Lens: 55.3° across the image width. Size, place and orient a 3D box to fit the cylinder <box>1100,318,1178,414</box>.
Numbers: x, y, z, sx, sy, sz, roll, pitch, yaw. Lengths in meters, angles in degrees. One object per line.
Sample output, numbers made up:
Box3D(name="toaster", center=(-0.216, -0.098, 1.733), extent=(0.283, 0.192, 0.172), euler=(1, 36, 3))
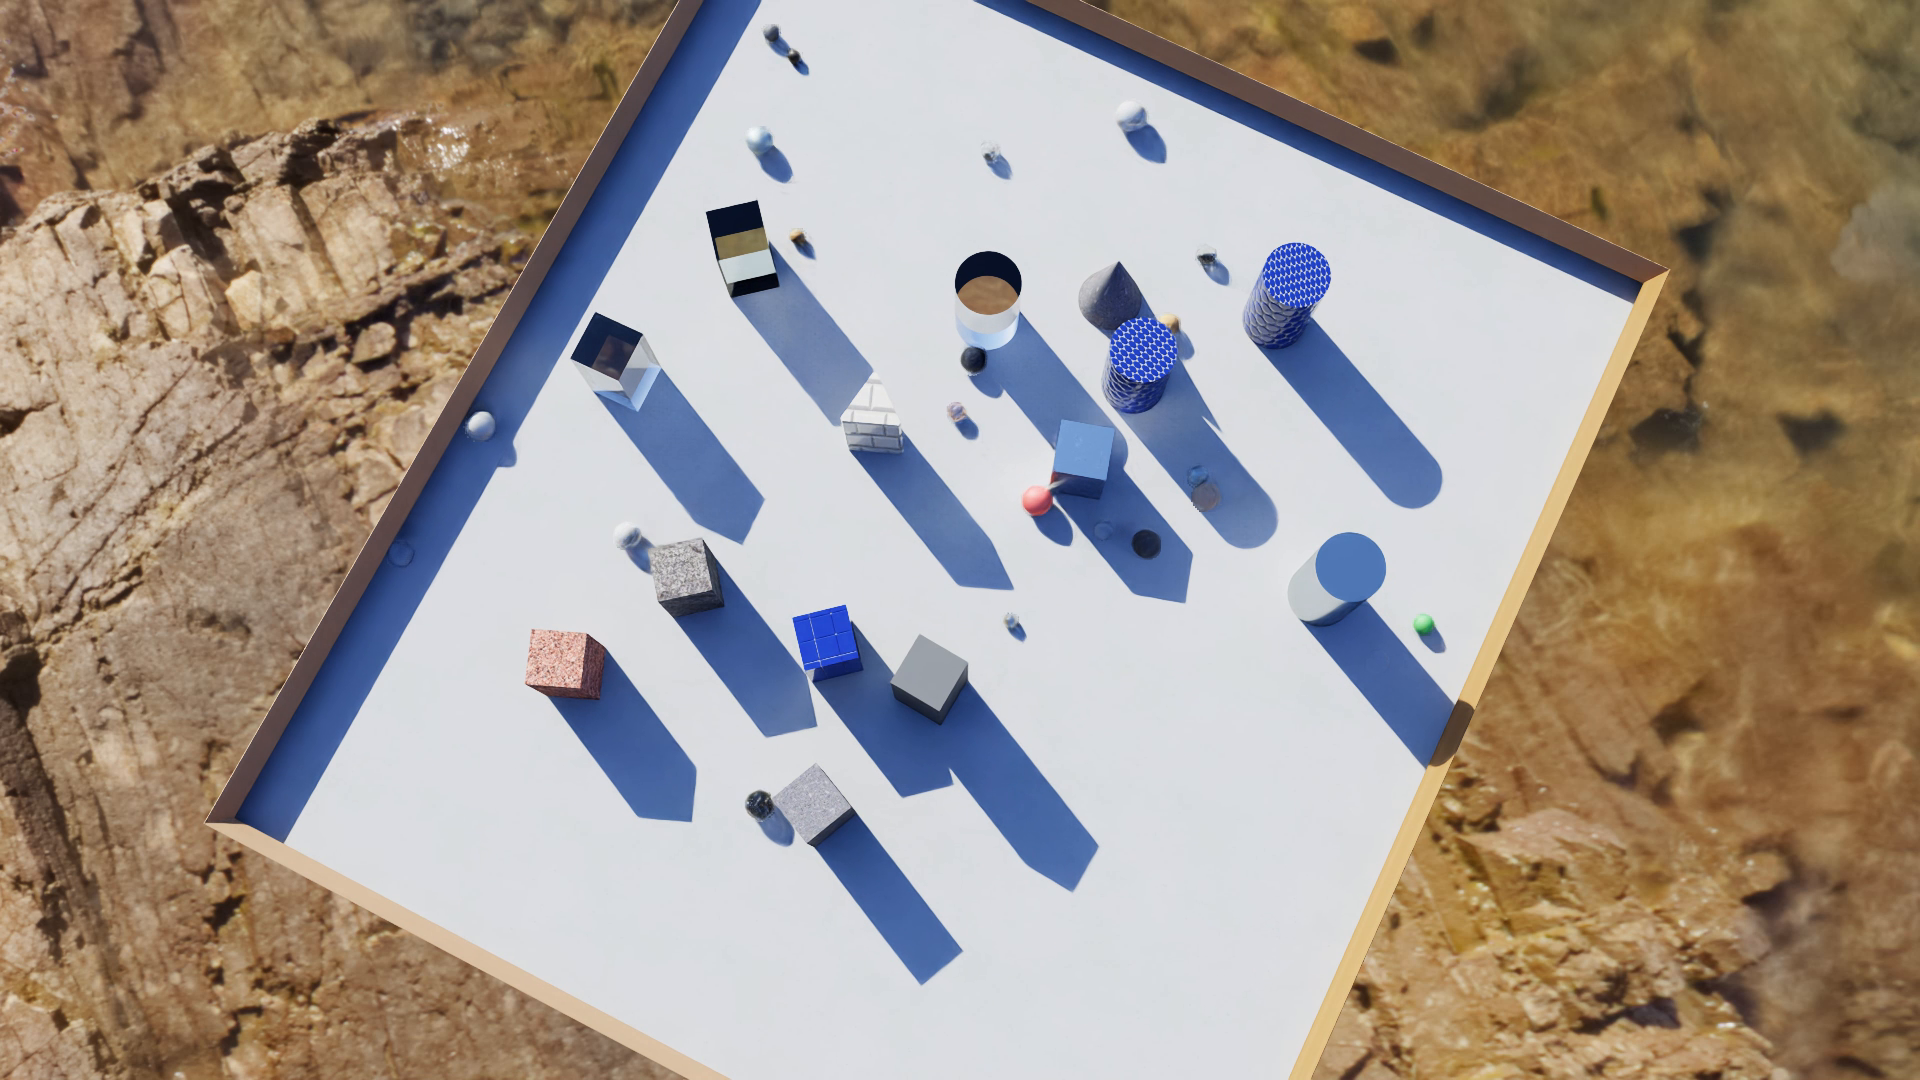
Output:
Box3D(name="cylinder", center=(0.539, -0.524, 5.551), extent=(0.200, 0.341, 0.200), euler=(0, 78, 0))

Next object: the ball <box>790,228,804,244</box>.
Box3D(name="ball", center=(-0.514, -0.958, 5.790), extent=(0.049, 0.049, 0.049), euler=(0, 78, 0))

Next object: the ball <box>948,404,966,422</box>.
Box3D(name="ball", center=(-0.008, -0.393, 5.669), extent=(0.057, 0.057, 0.057), euler=(0, 78, 0))

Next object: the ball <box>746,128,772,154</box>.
Box3D(name="ball", center=(-0.639, -1.271, 5.836), extent=(0.086, 0.086, 0.086), euler=(0, 78, 0))

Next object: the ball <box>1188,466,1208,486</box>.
Box3D(name="ball", center=(0.732, -0.197, 5.627), extent=(0.060, 0.060, 0.060), euler=(0, 78, 0))

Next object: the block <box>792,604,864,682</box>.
Box3D(name="block", center=(-0.388, 0.309, 5.413), extent=(0.160, 0.274, 0.160), euler=(-14, 79, -3))

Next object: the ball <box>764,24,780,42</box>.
Box3D(name="ball", center=(-0.611, -1.641, 5.930), extent=(0.052, 0.052, 0.052), euler=(0, 78, 0))

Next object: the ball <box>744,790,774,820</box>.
Box3D(name="ball", center=(-0.592, 0.782, 5.411), extent=(0.086, 0.086, 0.086), euler=(0, 78, 0))

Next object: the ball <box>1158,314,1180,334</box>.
Box3D(name="ball", center=(0.650, -0.671, 5.720), extent=(0.070, 0.070, 0.070), euler=(0, 78, 0))

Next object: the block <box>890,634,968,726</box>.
Box3D(name="block", center=(-0.086, 0.411, 5.332), extent=(0.160, 0.392, 0.160), euler=(30, 80, 6))

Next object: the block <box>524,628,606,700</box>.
Box3D(name="block", center=(-1.158, 0.369, 5.393), extent=(0.160, 0.289, 0.160), euler=(4, 78, 1))

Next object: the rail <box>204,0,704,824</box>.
Box3D(name="rail", center=(-1.396, -0.676, 5.689), extent=(0.045, 0.130, 3.476), euler=(26, 80, 5))

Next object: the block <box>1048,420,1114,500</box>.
Box3D(name="block", center=(0.365, -0.240, 5.535), extent=(0.160, 0.258, 0.160), euler=(10, 78, 2))

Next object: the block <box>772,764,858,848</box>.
Box3D(name="block", center=(-0.417, 0.769, 5.295), extent=(0.160, 0.317, 0.160), euler=(-39, 81, -7))

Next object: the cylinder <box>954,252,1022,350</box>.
Box3D(name="cylinder", center=(0.084, -0.727, 5.594), extent=(0.200, 0.339, 0.200), euler=(0, 78, 0))

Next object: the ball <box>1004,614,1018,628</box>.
Box3D(name="ball", center=(0.152, 0.246, 5.545), extent=(0.042, 0.042, 0.042), euler=(0, 78, 0))

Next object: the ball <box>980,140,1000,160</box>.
Box3D(name="ball", center=(0.094, -1.241, 5.843), extent=(0.061, 0.061, 0.061), euler=(0, 78, 0))

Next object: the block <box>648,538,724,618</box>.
Box3D(name="block", center=(-0.811, 0.114, 5.445), extent=(0.160, 0.290, 0.160), euler=(-12, 79, -3))

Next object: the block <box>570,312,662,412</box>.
Box3D(name="block", center=(-1.040, -0.537, 5.556), extent=(0.160, 0.336, 0.160), euler=(25, 79, 5))

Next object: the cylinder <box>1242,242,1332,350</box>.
Box3D(name="cylinder", center=(0.986, -0.735, 5.562), extent=(0.200, 0.406, 0.200), euler=(0, 78, 0))

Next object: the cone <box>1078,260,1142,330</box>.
Box3D(name="cone", center=(0.472, -0.793, 5.603), extent=(0.200, 0.349, 0.200), euler=(0, 78, 0))

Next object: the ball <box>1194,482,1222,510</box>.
Box3D(name="ball", center=(0.756, -0.133, 5.601), extent=(0.084, 0.084, 0.084), euler=(0, 78, 0))

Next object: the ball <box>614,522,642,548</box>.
Box3D(name="ball", center=(-1.011, -0.015, 5.578), extent=(0.082, 0.082, 0.082), euler=(0, 78, 0))

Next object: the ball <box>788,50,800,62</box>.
Box3D(name="ball", center=(-0.536, -1.562, 5.919), extent=(0.041, 0.041, 0.041), euler=(0, 78, 0))

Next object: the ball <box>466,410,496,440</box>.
Box3D(name="ball", center=(-1.476, -0.354, 5.644), extent=(0.090, 0.090, 0.090), euler=(0, 78, 0))

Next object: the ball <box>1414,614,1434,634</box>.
Box3D(name="ball", center=(1.400, 0.254, 5.533), extent=(0.061, 0.061, 0.061), euler=(0, 78, 0))

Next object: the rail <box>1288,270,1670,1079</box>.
Box3D(name="rail", center=(1.396, 0.690, 5.406), extent=(0.045, 0.130, 3.476), euler=(26, 80, 5))

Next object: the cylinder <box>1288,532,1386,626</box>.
Box3D(name="cylinder", center=(1.097, 0.121, 5.363), extent=(0.200, 0.448, 0.200), euler=(0, 78, 0))

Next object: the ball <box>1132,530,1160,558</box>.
Box3D(name="ball", center=(0.565, 0.010, 5.571), extent=(0.086, 0.086, 0.086), euler=(0, 78, 0))

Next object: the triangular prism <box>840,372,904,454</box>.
Box3D(name="triangular prism", center=(-0.255, -0.384, 5.522), extent=(0.173, 0.340, 0.150), euler=(5, 78, 1))

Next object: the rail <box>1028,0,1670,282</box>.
Box3D(name="rail", center=(0.767, -1.495, 5.859), extent=(3.168, 0.130, 0.045), euler=(26, 80, 5))

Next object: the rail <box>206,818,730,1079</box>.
Box3D(name="rail", center=(-0.767, 1.509, 5.237), extent=(3.168, 0.130, 0.045), euler=(26, 80, 5))

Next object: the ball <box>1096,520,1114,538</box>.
Box3D(name="ball", center=(0.440, -0.032, 5.595), extent=(0.056, 0.056, 0.056), euler=(0, 78, 0))

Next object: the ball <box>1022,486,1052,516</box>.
Box3D(name="ball", center=(0.237, -0.120, 5.594), extent=(0.093, 0.093, 0.093), euler=(0, 78, 0))

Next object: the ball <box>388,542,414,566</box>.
Box3D(name="ball", center=(-1.699, 0.042, 5.568), extent=(0.078, 0.078, 0.078), euler=(0, 78, 0))

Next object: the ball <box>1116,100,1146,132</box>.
Box3D(name="ball", center=(0.546, -1.352, 5.846), extent=(0.100, 0.100, 0.100), euler=(0, 78, 0))

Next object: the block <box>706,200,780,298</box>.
Box3D(name="block", center=(-0.665, -0.890, 5.631), extent=(0.160, 0.334, 0.160), euler=(-13, 79, -3))

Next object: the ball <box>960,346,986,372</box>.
Box3D(name="ball", center=(0.040, -0.561, 5.691), extent=(0.081, 0.081, 0.081), euler=(0, 78, 0))

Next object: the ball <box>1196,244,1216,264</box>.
Box3D(name="ball", center=(0.776, -0.899, 5.770), extent=(0.064, 0.064, 0.064), euler=(0, 78, 0))
